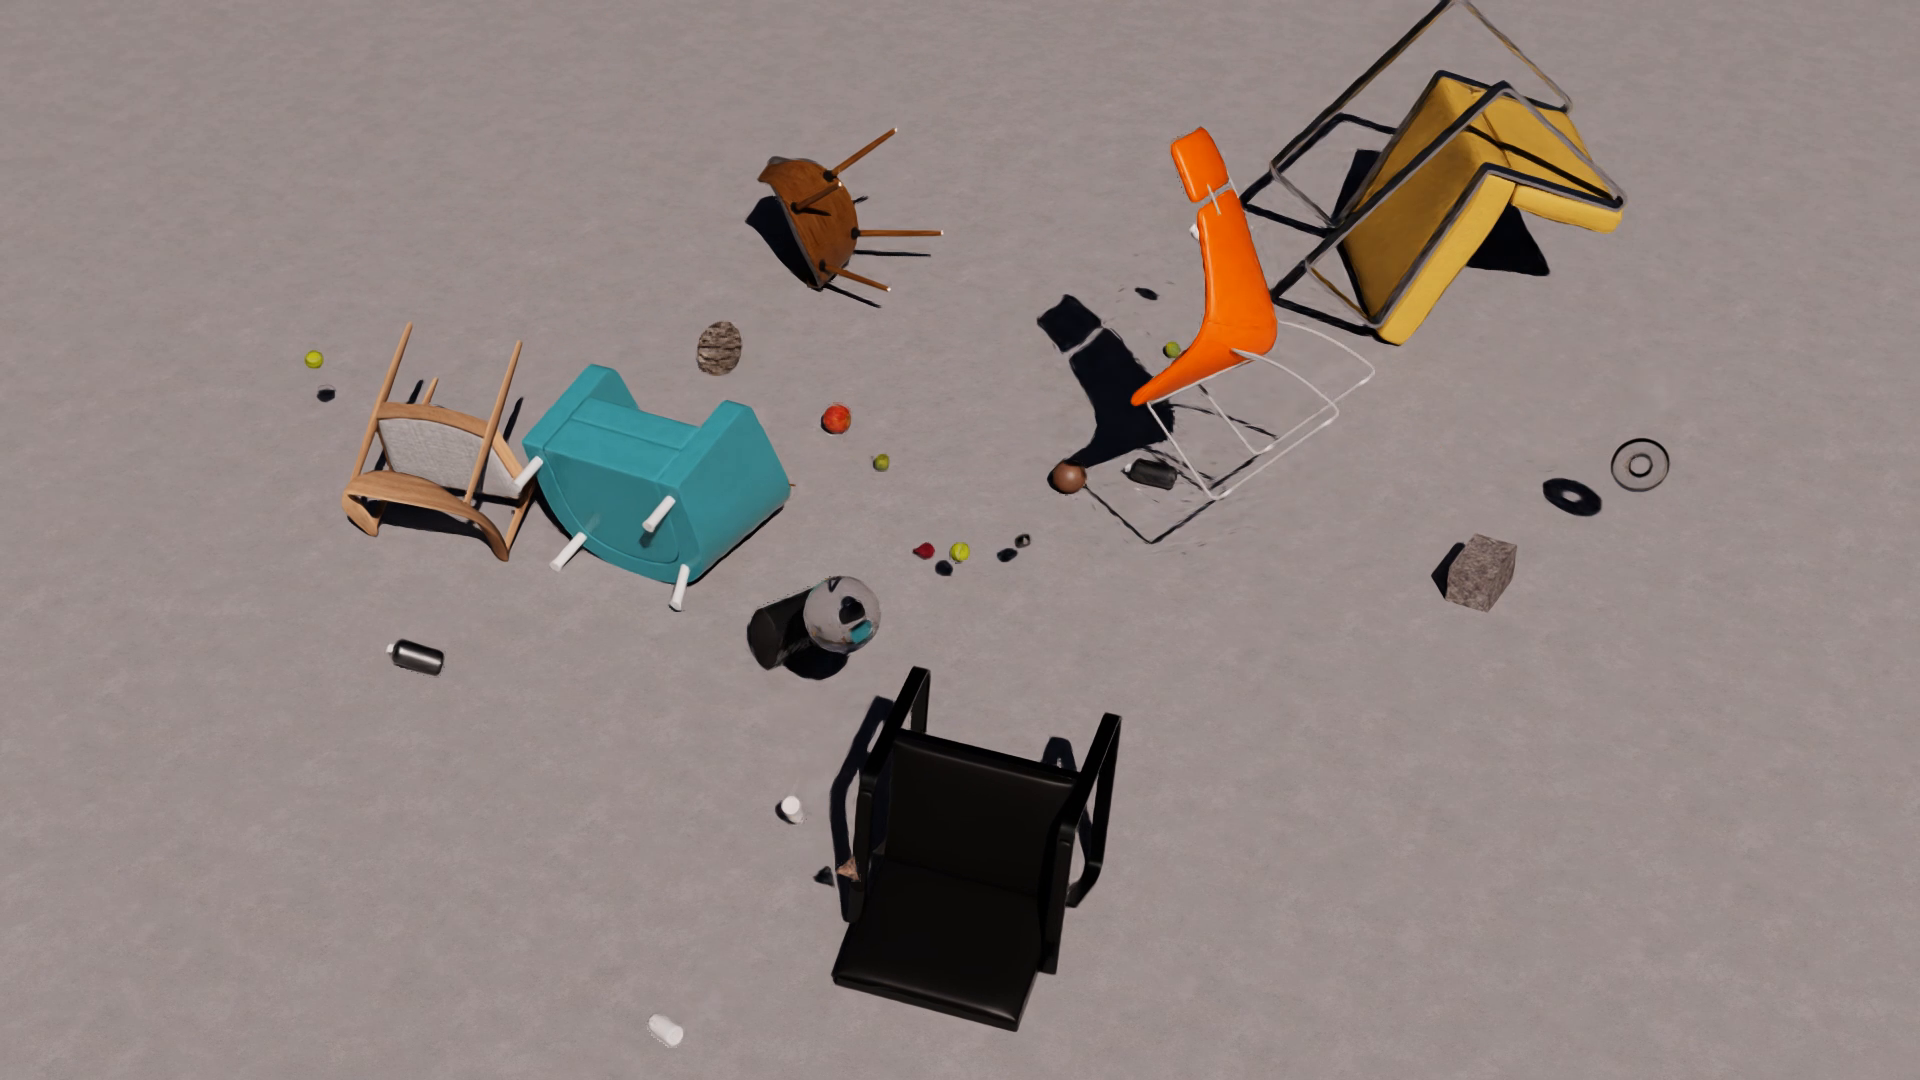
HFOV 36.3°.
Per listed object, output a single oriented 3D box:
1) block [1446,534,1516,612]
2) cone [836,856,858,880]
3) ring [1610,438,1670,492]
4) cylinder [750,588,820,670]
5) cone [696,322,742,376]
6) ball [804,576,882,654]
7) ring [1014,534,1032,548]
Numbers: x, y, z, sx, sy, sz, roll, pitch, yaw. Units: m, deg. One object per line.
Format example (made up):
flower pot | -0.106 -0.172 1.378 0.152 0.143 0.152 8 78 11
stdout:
block | 1.890 0.119 10.631 0.162 0.146 0.255 17 37 24
cone | -0.337 0.968 8.603 0.065 0.066 0.076 -8 74 -6
ring | 2.437 -0.268 10.505 0.207 0.213 0.049 16 28 -1
cylinder | -0.552 0.293 10.246 0.316 0.263 0.171 -22 55 -30
cone | -0.967 -0.769 12.034 0.194 0.232 0.121 6 -10 17
ball | -0.376 0.237 9.372 0.250 0.250 0.250 0 33 0
ring | 0.227 0.002 10.501 0.049 0.039 0.113 -8 8 26
